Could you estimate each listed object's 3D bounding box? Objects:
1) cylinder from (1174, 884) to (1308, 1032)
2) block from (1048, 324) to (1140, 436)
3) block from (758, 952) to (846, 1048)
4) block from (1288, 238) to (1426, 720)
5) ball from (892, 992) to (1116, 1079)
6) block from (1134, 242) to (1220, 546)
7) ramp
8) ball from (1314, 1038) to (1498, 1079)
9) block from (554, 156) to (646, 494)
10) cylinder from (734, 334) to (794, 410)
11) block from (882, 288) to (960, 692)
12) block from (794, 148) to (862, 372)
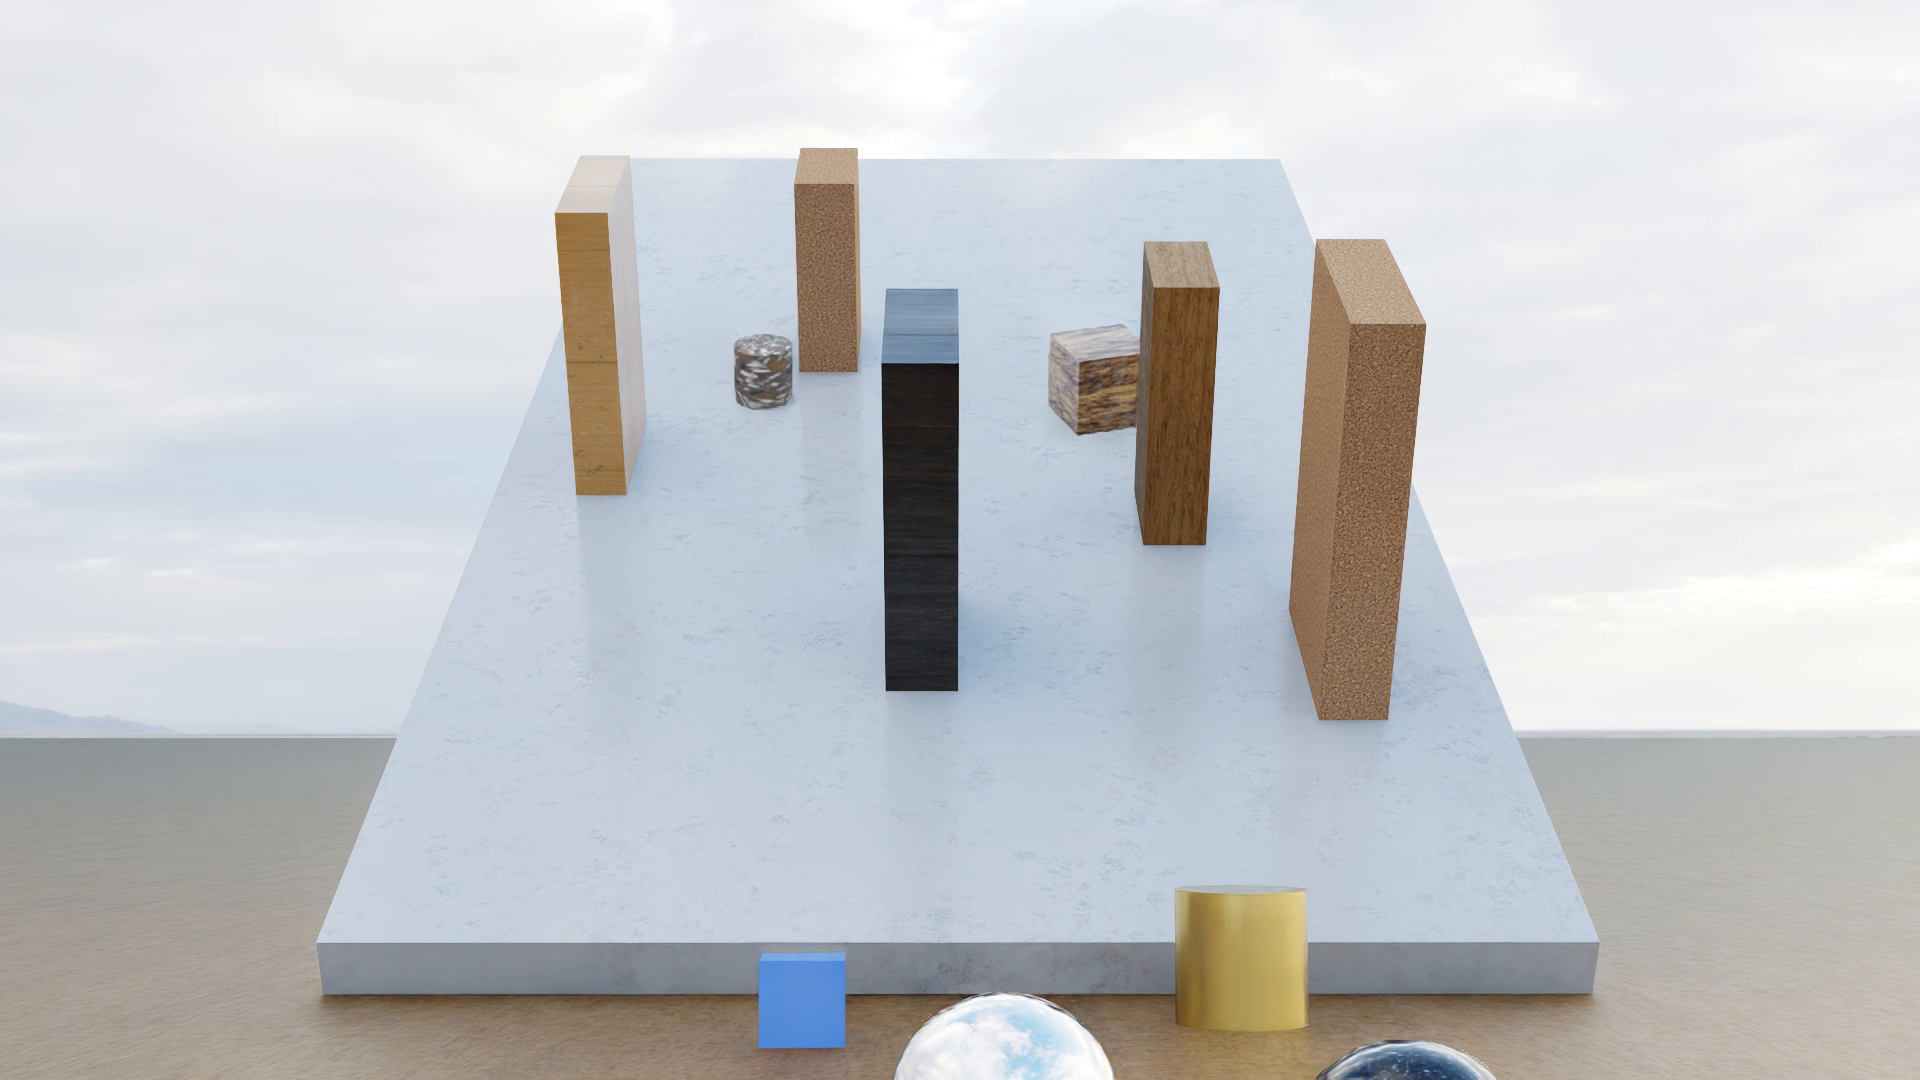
[{"bbox_3d":[0.400,0.592,3.368,0.189,0.189,0.189,0,-5,0],"label":"cylinder"},{"bbox_3d":[0.324,-0.372,5.470,0.182,0.182,0.182,-9,28,-17],"label":"block"},{"bbox_3d":[-0.209,0.613,3.157,0.112,0.112,0.112,0,-5,-2],"label":"block"},{"bbox_3d":[0.712,-0.112,4.303,0.126,0.768,0.423,0,27,0],"label":"block"},{"bbox_3d":[0.037,0.476,1.976,0.195,0.195,0.195,0,-5,0],"label":"ball"},{"bbox_3d":[0.445,-0.303,4.904,0.130,0.569,0.269,0,27,0],"label":"block"},{"bbox_3d":[-0.010,-0.227,5.495,2.000,0.100,4.000,0,27,0],"label":"ramp"},{"bbox_3d":[0.334,0.464,1.758,0.184,0.184,0.184,0,-5,0],"label":"ball"},{"bbox_3d":[-0.776,-0.470,5.150,0.109,0.639,0.386,0,27,0],"label":"block"},{"bbox_3d":[-0.462,-0.396,5.564,0.137,0.137,0.137,0,27,0],"label":"cylinder"},{"bbox_3d":[-0.070,-0.095,4.391,0.135,0.654,0.364,0,27,0],"label":"block"},{"bbox_3d":[-0.319,-0.682,5.757,0.141,0.476,0.280,0,27,0],"label":"block"}]
